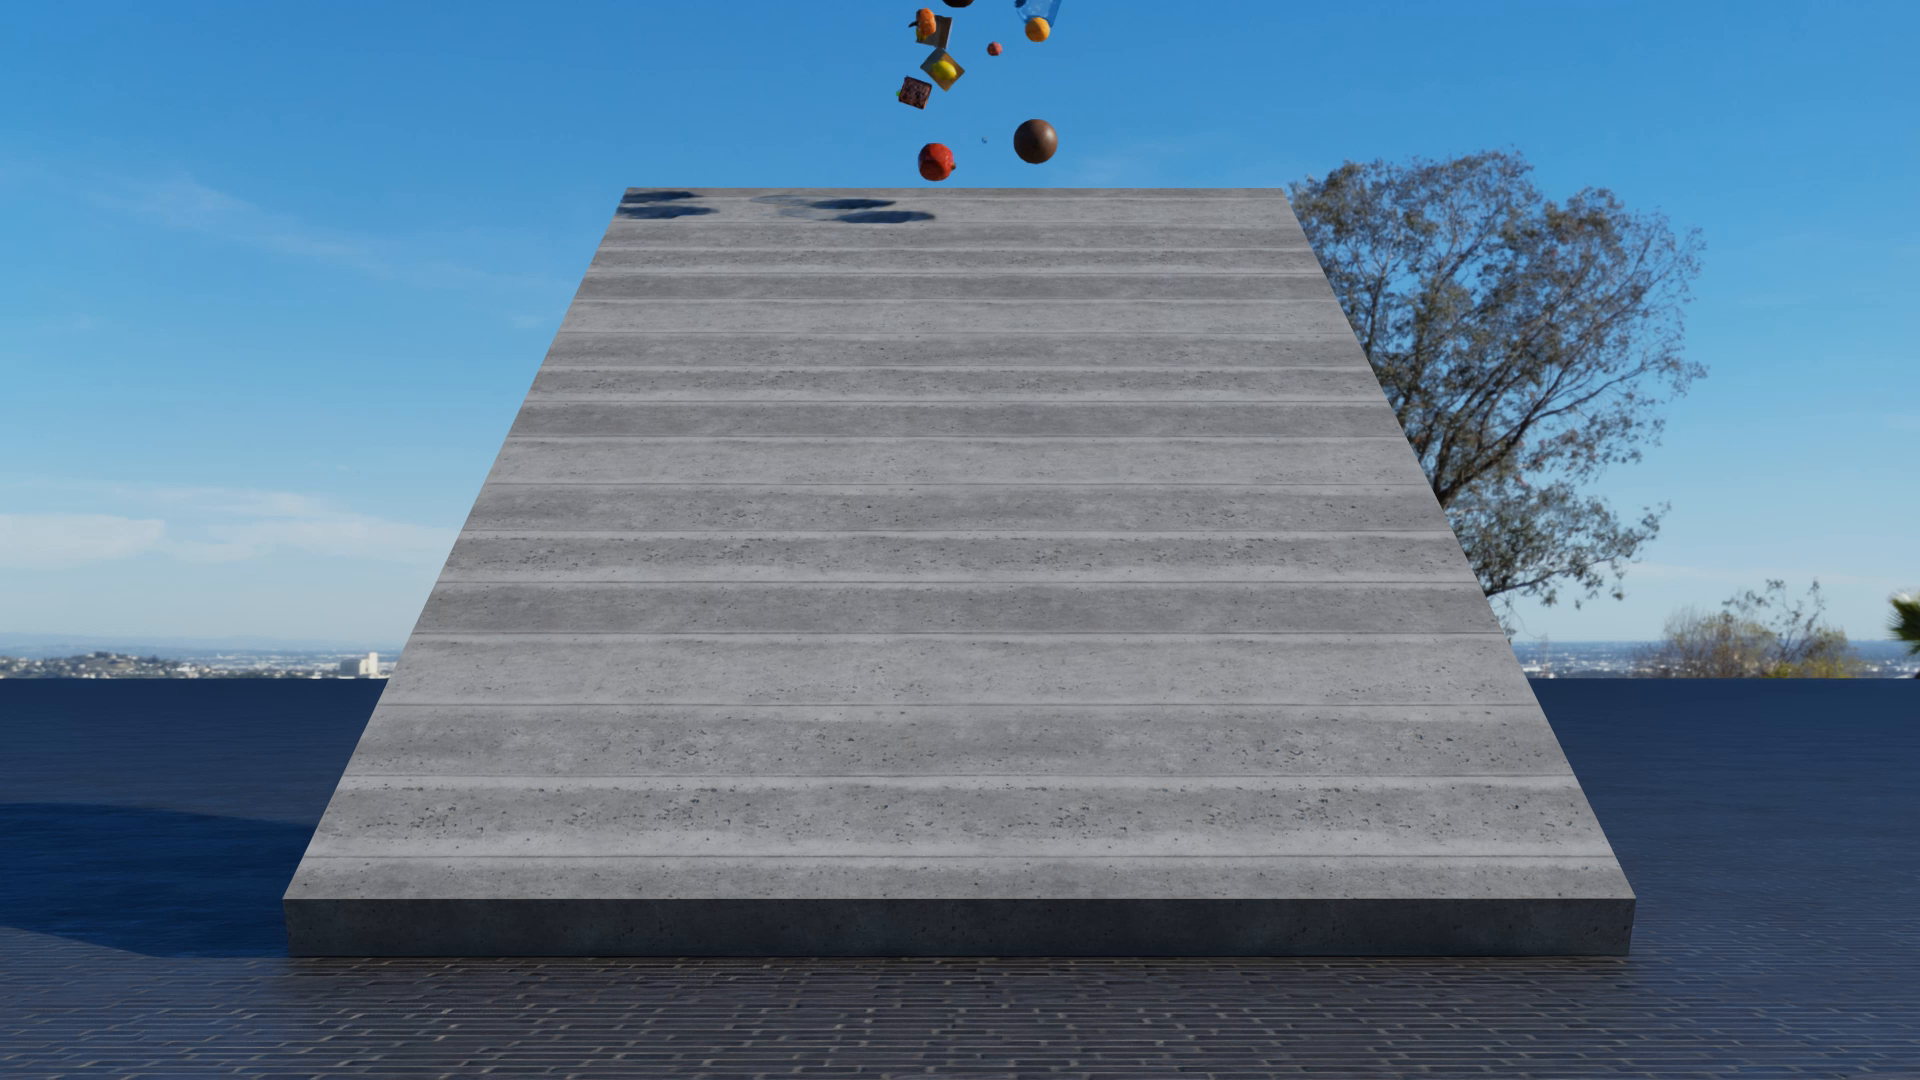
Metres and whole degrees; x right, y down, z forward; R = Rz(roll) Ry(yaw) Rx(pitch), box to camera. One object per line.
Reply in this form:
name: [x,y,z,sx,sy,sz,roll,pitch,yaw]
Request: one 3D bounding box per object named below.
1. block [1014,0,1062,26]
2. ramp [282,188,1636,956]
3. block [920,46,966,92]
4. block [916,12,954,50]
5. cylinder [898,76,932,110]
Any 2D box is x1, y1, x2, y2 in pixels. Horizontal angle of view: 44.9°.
block: [0.230,-1.587,6.857,0.095,0.095,0.095,-1,-46,-25]
ramp: [-0.008,-0.227,5.281,2.000,0.100,4.000,0,24,0]
block: [-0.052,-1.372,6.764,0.082,0.082,0.082,41,5,-28]
block: [-0.076,-1.543,7.037,0.091,0.091,0.091,13,10,2]
cylinder: [-0.130,-1.303,6.765,0.077,0.077,0.077,19,-3,1]
